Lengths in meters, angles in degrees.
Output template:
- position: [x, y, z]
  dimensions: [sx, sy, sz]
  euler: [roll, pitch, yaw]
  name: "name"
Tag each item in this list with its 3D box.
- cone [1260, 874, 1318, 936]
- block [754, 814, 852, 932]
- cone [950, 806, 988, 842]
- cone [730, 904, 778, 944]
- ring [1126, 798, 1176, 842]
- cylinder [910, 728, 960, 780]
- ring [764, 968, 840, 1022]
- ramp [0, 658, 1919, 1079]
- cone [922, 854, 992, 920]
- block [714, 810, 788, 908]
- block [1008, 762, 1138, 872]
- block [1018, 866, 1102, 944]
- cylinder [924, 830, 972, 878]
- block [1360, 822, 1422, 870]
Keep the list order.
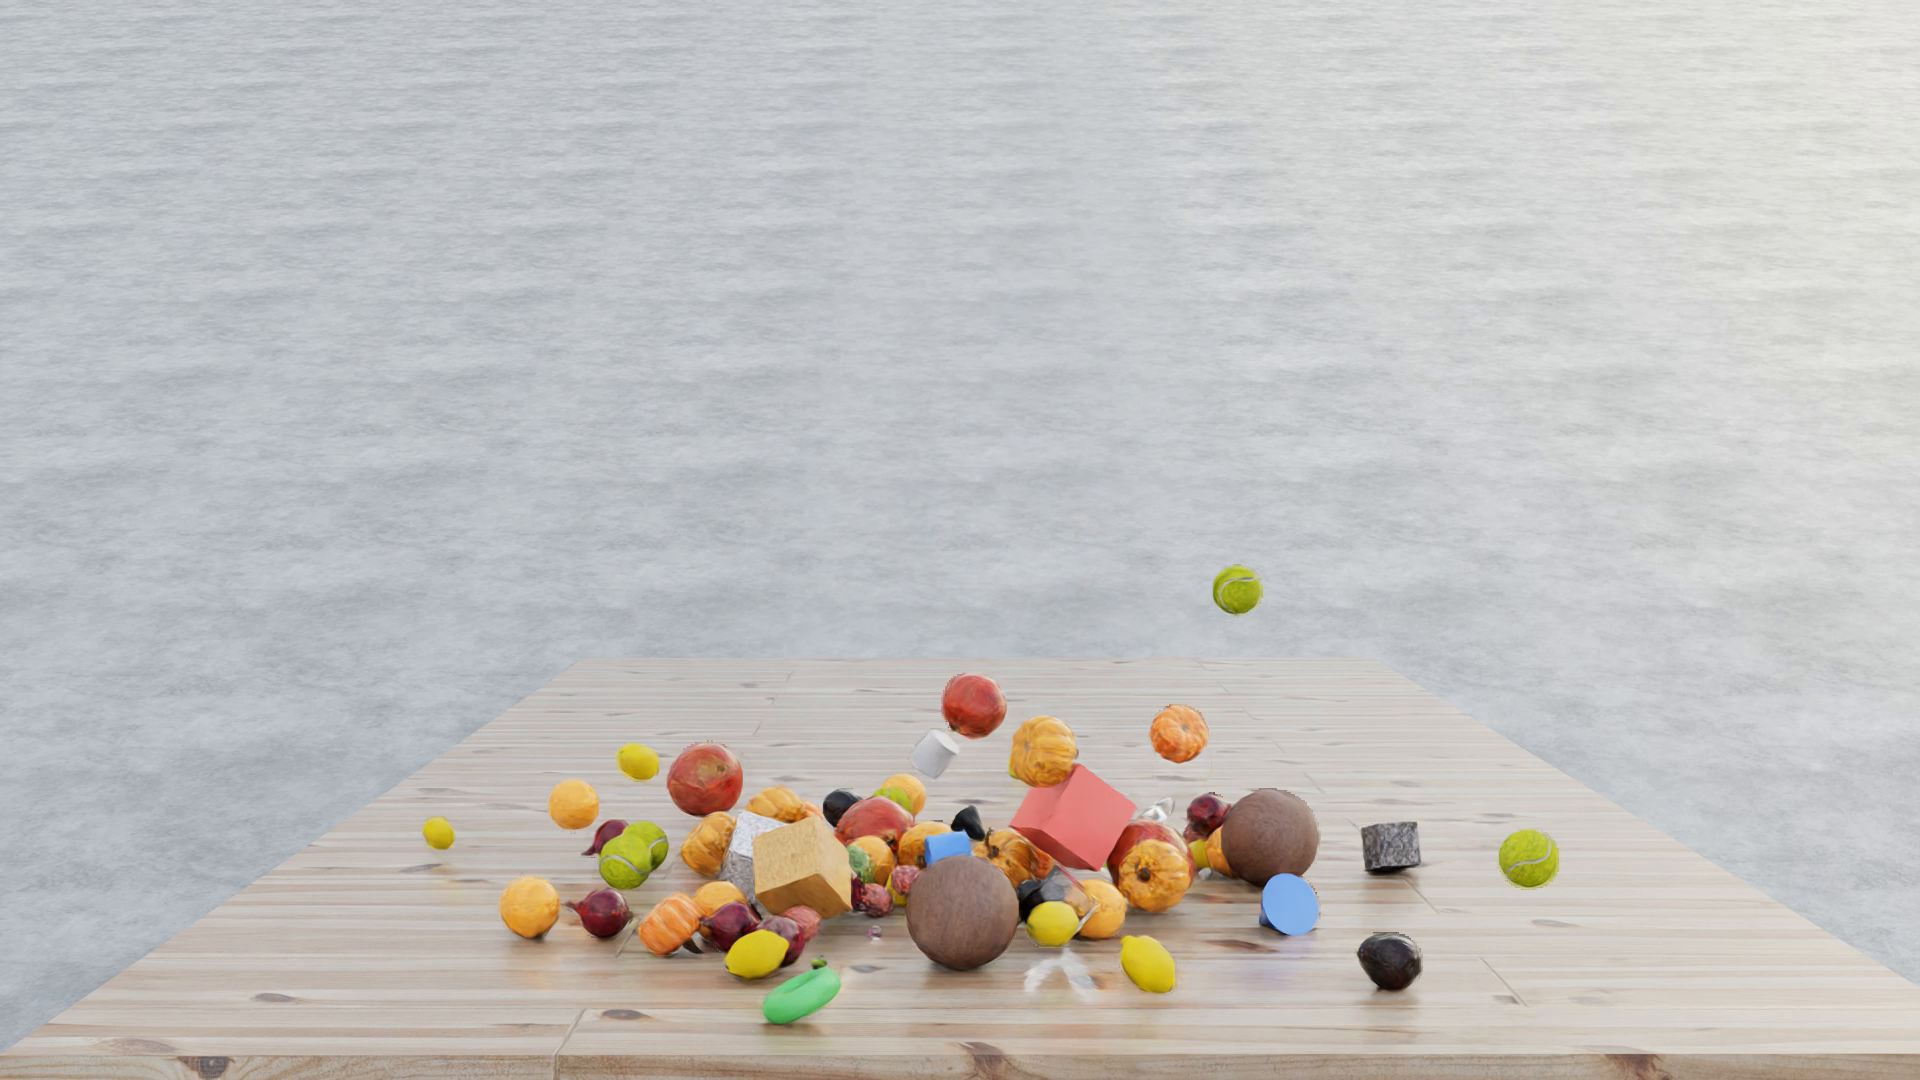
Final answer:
- position: [0.385, 0.457, 3.146]
  dimensions: [0.078, 0.078, 0.078]
  euler: [-13, -18, -30]
  name: "cone"
- position: [-0.190, 0.402, 3.103]
  dimensions: [0.087, 0.087, 0.087]
  euler: [-21, 44, 15]
  name: "block"
- position: [0.024, 0.429, 3.787]
  dimensions: [0.054, 0.054, 0.054]
  euler: [-19, 42, -39]
  name: "cone"
- position: [-0.238, 0.467, 3.057]
  dimensions: [0.050, 0.050, 0.050]
  euler: [28, 30, 15]
  name: "cone"
- position: [0.274, 0.400, 3.685]
  dimensions: [0.028, 0.083, 0.083]
  euler: [50, 38, 8]
  name: "ring"
- position: [-0.037, 0.318, 3.818]
  dimensions: [0.053, 0.053, 0.053]
  euler: [37, 13, -10]
  name: "cylinder"
- position: [-0.165, 0.473, 2.672]
  dimensions: [0.087, 0.029, 0.087]
  euler: [-24, 4, 2]
  name: "ring"
- position: [0.050, 0.453, 4.532]
  dimensions: [2.000, 0.100, 4.000]
  euler: [0, 3, 0]
  name: "ramp"
- position: [0.015, 0.449, 3.241]
  dimensions: [0.093, 0.093, 0.093]
  euler: [20, -12, 41]
  name: "cone"
- position: [-0.259, 0.406, 3.263]
  dimensions: [0.077, 0.077, 0.077]
  euler: [18, 36, -5]
  name: "block"
- position: [0.144, 0.352, 3.281]
  dimensions: [0.098, 0.098, 0.098]
  euler: [37, -17, -17]
  name: "block"
- position: [0.119, 0.430, 3.028]
  dimensions: [0.064, 0.064, 0.064]
  euler: [44, 1, 14]
  name: "block"
- position: [-0.015, 0.389, 3.185]
  dimensions: [0.051, 0.051, 0.051]
  euler: [-8, 23, -10]
  name: "cylinder"
- position: [0.590, 0.419, 3.523]
  dimensions: [0.058, 0.058, 0.058]
  euler: [-1, -12, -15]
  name: "block"
